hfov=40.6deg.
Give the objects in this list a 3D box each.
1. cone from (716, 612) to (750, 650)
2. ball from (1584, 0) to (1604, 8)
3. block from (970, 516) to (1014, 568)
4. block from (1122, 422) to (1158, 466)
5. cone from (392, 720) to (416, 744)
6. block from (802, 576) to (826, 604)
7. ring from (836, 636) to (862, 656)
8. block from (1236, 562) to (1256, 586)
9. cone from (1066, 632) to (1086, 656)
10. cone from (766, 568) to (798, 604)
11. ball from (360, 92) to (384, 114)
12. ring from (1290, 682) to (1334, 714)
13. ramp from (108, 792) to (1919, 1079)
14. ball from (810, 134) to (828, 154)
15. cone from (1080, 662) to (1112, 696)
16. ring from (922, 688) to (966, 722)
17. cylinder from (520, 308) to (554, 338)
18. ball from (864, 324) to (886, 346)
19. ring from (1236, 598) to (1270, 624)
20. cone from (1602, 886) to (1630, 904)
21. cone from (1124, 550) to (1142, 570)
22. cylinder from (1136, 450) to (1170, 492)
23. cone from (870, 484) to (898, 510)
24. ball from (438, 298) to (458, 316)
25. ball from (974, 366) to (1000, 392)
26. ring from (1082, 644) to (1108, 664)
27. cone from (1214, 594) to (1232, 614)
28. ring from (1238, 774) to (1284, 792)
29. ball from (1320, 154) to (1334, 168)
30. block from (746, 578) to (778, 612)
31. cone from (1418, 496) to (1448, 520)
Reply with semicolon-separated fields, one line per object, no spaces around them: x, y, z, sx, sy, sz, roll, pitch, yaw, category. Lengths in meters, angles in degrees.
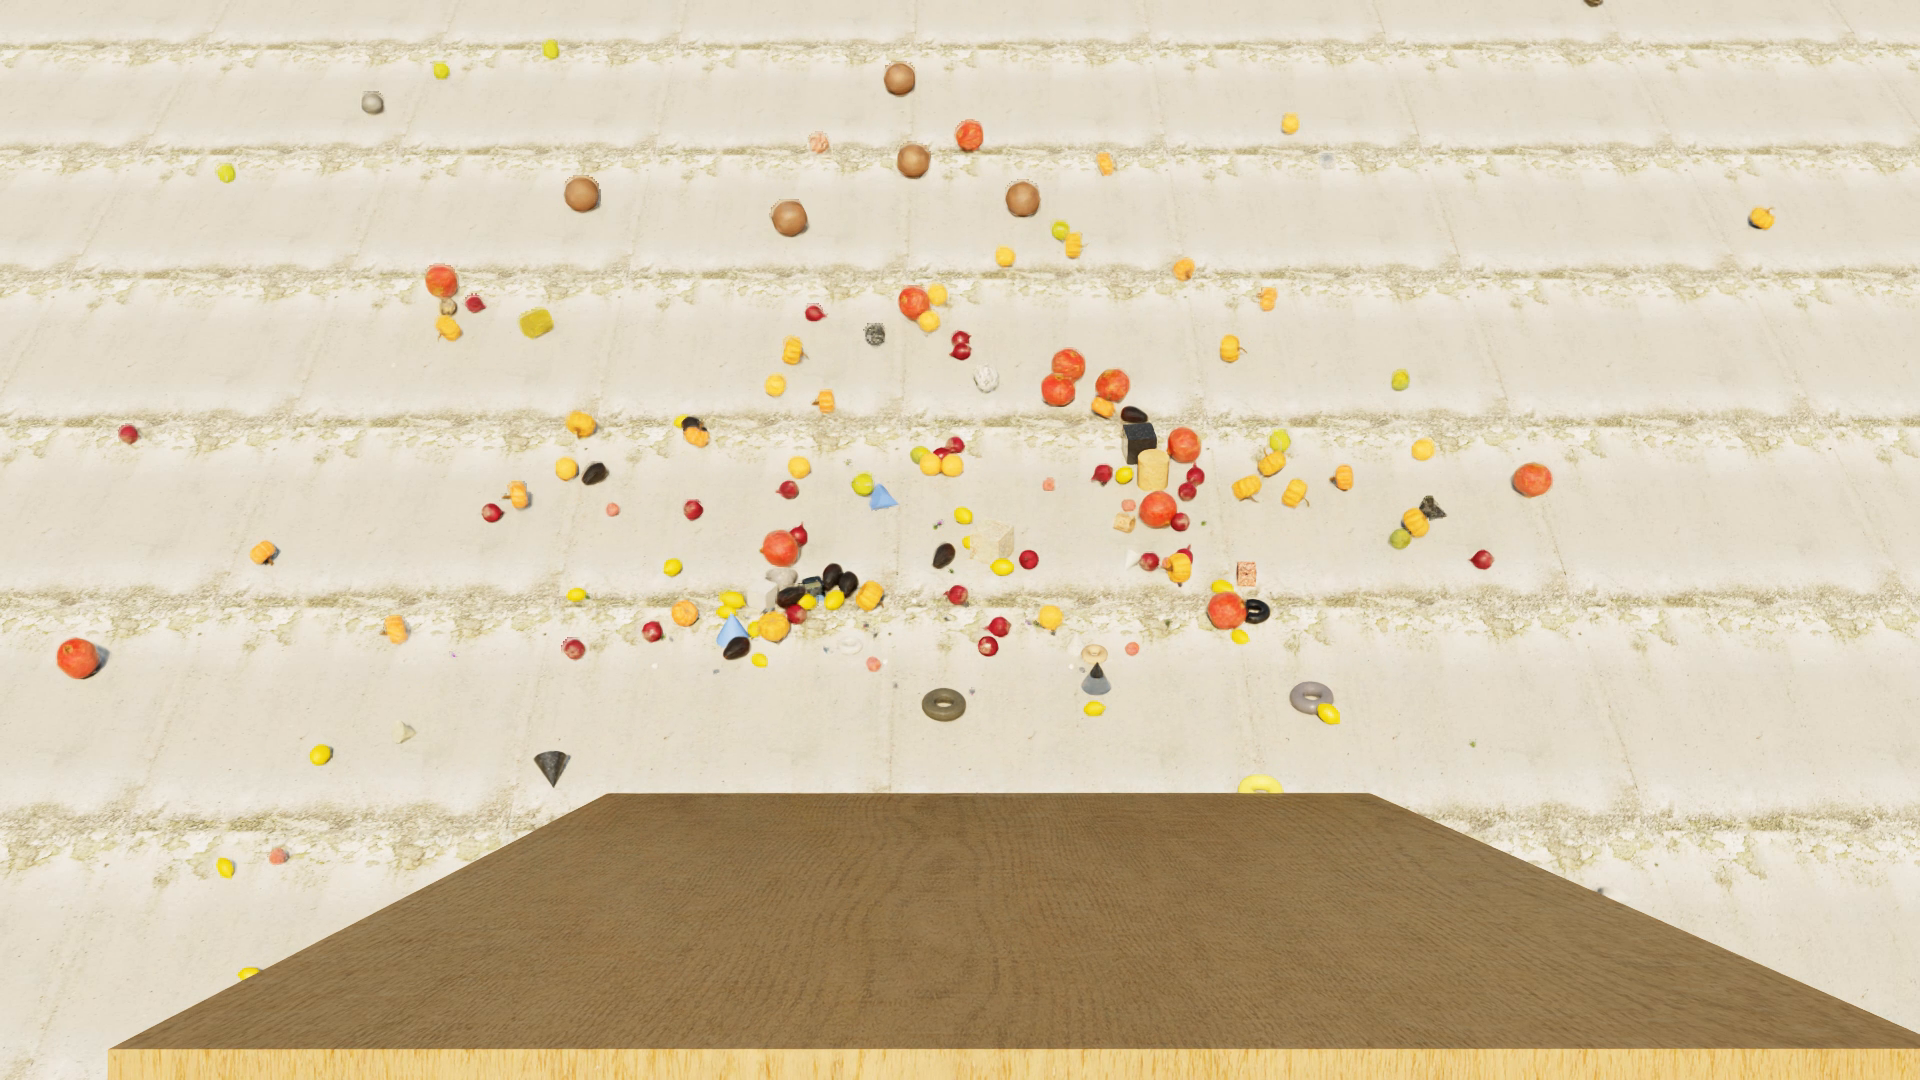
-0.655;0.246;7.477;0.098;0.098;0.098;0;34;0;cone
2.756;-2.364;11.286;0.092;0.092;0.092;0;34;0;ball
0.097;0.007;7.826;0.098;0.098;0.098;18;38;24;block
0.572;-0.307;8.286;0.095;0.095;0.095;-4;35;-6;block
-1.516;0.527;7.129;0.064;0.064;0.064;6;23;-44;cone
-0.432;0.146;7.662;0.053;0.053;0.053;-13;37;-18;block
-0.318;0.303;7.457;0.077;0.026;0.077;0;33;0;ring
0.853;0.101;7.727;0.054;0.054;0.054;0;34;0;block
0.334;0.287;7.447;0.063;0.063;0.063;0;34;0;cone
-0.527;0.147;7.668;0.099;0.099;0.099;-1;61;-1;cone
-2.352;-1.746;10.390;0.087;0.087;0.087;0;34;0;ball
0.982;0.440;7.245;0.124;0.041;0.124;0;36;0;ring
0.076;0.658;4.811;2.000;0.100;4.000;0;-2;0;ramp
-0.548;-1.542;10.104;0.075;0.075;0.075;0;34;0;ball
0.384;0.376;7.297;0.088;0.088;0.088;0;34;0;cone
-0.045;0.458;7.218;0.125;0.042;0.125;1;35;-1;ring
-1.457;-0.745;8.935;0.081;0.081;0.081;29;43;35;cylinder
-0.289;-0.699;8.878;0.072;0.072;0.072;0;34;0;ball
0.858;0.208;7.589;0.101;0.034;0.101;1;35;-1;ring
1.638;0.925;6.544;0.074;0.074;0.074;21;67;28;cone
0.508;0.070;7.796;0.059;0.059;0.059;21;66;27;cone
0.606;-0.218;8.152;0.098;0.098;0.098;0;34;0;cylinder
-0.224;-0.123;8.068;0.083;0.083;0.083;18;29;-22;cone
-1.785;-0.811;9.048;0.064;0.064;0.064;0;34;0;ball
0.089;-0.536;8.629;0.084;0.084;0.084;0;34;0;ball
0.385;0.326;7.424;0.077;0.026;0.077;-1;36;1;ring
0.772;0.179;7.611;0.056;0.056;0.056;0;34;0;cone
0.800;0.670;6.910;0.121;0.040;0.121;0;36;0;ring
1.415;-1.457;10.000;0.053;0.053;0.053;0;34;0;ball
-0.580;0.162;7.629;0.064;0.064;0.064;20;39;26;block
1.473;-0.087;8.016;0.082;0.082;0.082;19;29;-21;cone
